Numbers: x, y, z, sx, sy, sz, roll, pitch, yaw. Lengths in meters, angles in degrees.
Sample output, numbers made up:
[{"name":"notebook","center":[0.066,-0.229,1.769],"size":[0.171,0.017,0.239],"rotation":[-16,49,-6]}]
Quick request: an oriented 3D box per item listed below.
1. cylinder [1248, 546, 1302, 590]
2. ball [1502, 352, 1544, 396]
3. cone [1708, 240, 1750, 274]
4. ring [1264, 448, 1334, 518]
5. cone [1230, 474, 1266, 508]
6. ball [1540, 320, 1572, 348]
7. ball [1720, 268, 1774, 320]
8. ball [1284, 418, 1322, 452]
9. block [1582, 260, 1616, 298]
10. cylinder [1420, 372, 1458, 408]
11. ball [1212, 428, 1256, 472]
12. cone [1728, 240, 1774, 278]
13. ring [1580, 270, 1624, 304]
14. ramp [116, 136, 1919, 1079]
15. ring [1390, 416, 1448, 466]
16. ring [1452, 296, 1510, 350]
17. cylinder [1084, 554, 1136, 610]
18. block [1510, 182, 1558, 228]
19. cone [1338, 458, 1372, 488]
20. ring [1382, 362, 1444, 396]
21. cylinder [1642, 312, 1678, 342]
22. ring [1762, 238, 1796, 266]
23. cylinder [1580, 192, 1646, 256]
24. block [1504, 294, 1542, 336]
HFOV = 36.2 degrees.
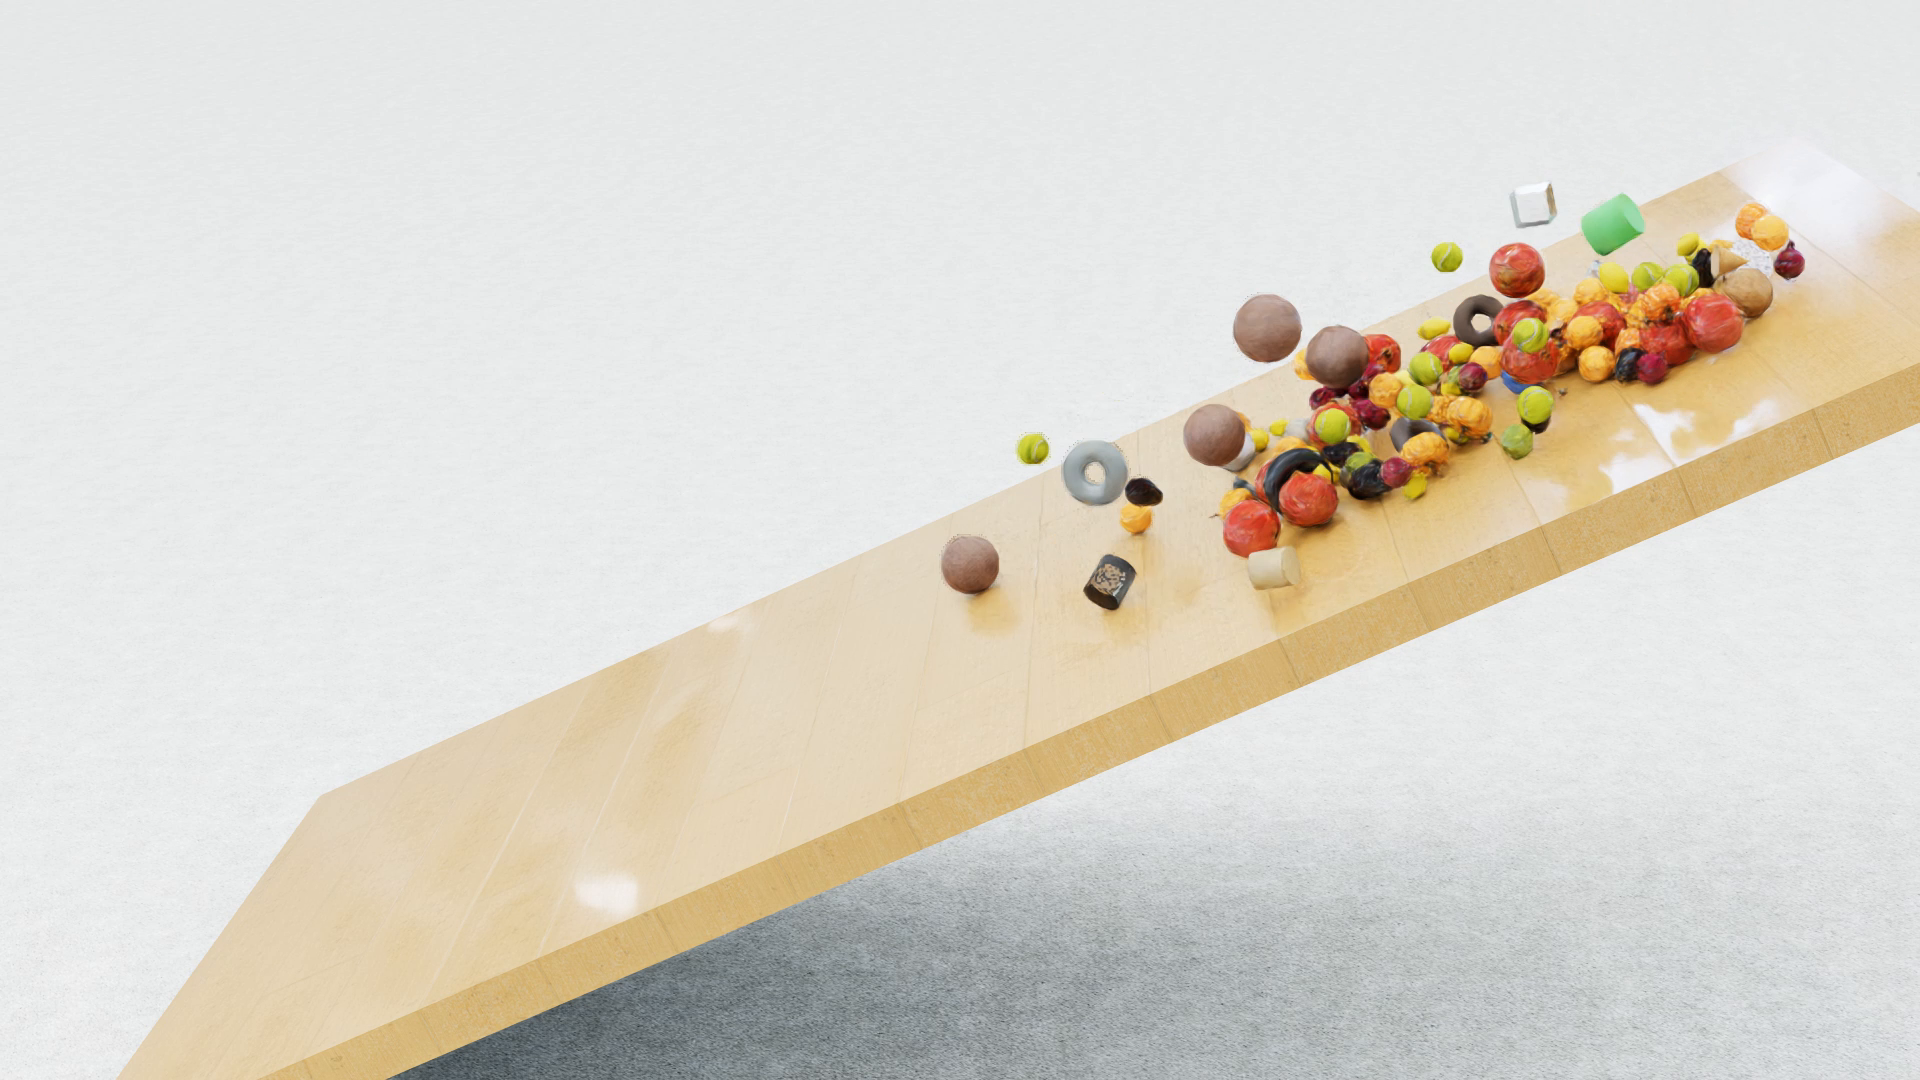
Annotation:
[{"name":"cylinder","center":[0.576,0.052,5.386],"size":[0.072,0.072,0.072],"rotation":[-11,8,32]},{"name":"ball","center":[1.134,-0.335,5.925],"size":[0.085,0.085,0.085],"rotation":[0,16,0]},{"name":"cone","center":[1.508,-0.544,5.736],"size":[0.069,0.069,0.069],"rotation":[12,14,-10]},{"name":"ring","center":[0.670,-0.112,5.815],"size":[0.143,0.143,0.048],"rotation":[-3,15,-10]},{"name":"cone","center":[0.608,-0.094,6.110],"size":[0.074,0.074,0.074],"rotation":[13,19,14]},{"name":"ball","center":[1.190,-0.412,5.875],"size":[0.060,0.060,0.060],"rotation":[0,16,0]},{"name":"ball","center":[1.526,-0.478,5.704],"size":[0.100,0.100,0.100],"rotation":[0,16,0]},{"name":"ball","center":[0.729,-0.220,6.256],"size":[0.082,0.082,0.082],"rotation":[0,16,0]},{"name":"block","center":[1.361,-0.557,6.262],"size":[0.052,0.052,0.052],"rotation":[24,30,1]},{"name":"cylinder","center":[1.002,-0.312,6.146],"size":[0.058,0.058,0.058],"rotation":[-25,10,15]},{"name":"ball","center":[0.594,-0.196,6.391],"size":[0.096,0.096,0.096],"rotation":[0,16,0]},{"name":"cone","center":[1.582,-0.541,5.967],"size":[0.096,0.096,0.096],"rotation":[-7,-24,-24]},{"name":"ring","center":[1.383,-0.548,6.338],"size":[0.099,0.033,0.099],"rotation":[-26,33,19]},{"name":"ramp","center":[0.136,0.169,6.282],"size":[4.000,0.100,2.000],"rotation":[-24,13,9]},{"name":"ring","center":[0.902,-0.195,5.780],"size":[0.122,0.041,0.122],"rotation":[15,41,-13]},{"name":"ring","center":[1.094,-0.456,6.169],"size":[0.120,0.120,0.040],"rotation":[1,-12,2]},{"name":"cylinder","center":[0.299,0.084,5.853],"size":[0.078,0.078,0.078],"rotation":[12,58,35]},{"name":"block","center":[1.200,-0.701,6.155],"size":[0.072,0.072,0.072],"rotation":[-6,19,28]},{"name":"cone","center":[0.800,-0.119,5.851],"size":[0.065,0.065,0.065],"rotation":[-10,32,-31]},{"name":"ring","center":[0.971,-0.345,6.310],"size":[0.137,0.046,0.137],"rotation":[-17,2,0]},{"name":"cylinder","center":[1.370,-0.416,5.754],"size":[0.057,0.057,0.057],"rotation":[8,4,26]},{"name":"ring","center":[1.658,-0.583,5.997],"size":[0.098,0.033,0.098],"rotation":[-32,11,7]},{"name":"cylinder","center":[1.386,-0.669,6.242],"size":[0.098,0.098,0.098],"rotation":[-34,-5,34]},{"name":"block","center":[1.224,-0.488,6.401],"size":[0.062,0.062,0.062],"rotation":[-21,14,20]}]
